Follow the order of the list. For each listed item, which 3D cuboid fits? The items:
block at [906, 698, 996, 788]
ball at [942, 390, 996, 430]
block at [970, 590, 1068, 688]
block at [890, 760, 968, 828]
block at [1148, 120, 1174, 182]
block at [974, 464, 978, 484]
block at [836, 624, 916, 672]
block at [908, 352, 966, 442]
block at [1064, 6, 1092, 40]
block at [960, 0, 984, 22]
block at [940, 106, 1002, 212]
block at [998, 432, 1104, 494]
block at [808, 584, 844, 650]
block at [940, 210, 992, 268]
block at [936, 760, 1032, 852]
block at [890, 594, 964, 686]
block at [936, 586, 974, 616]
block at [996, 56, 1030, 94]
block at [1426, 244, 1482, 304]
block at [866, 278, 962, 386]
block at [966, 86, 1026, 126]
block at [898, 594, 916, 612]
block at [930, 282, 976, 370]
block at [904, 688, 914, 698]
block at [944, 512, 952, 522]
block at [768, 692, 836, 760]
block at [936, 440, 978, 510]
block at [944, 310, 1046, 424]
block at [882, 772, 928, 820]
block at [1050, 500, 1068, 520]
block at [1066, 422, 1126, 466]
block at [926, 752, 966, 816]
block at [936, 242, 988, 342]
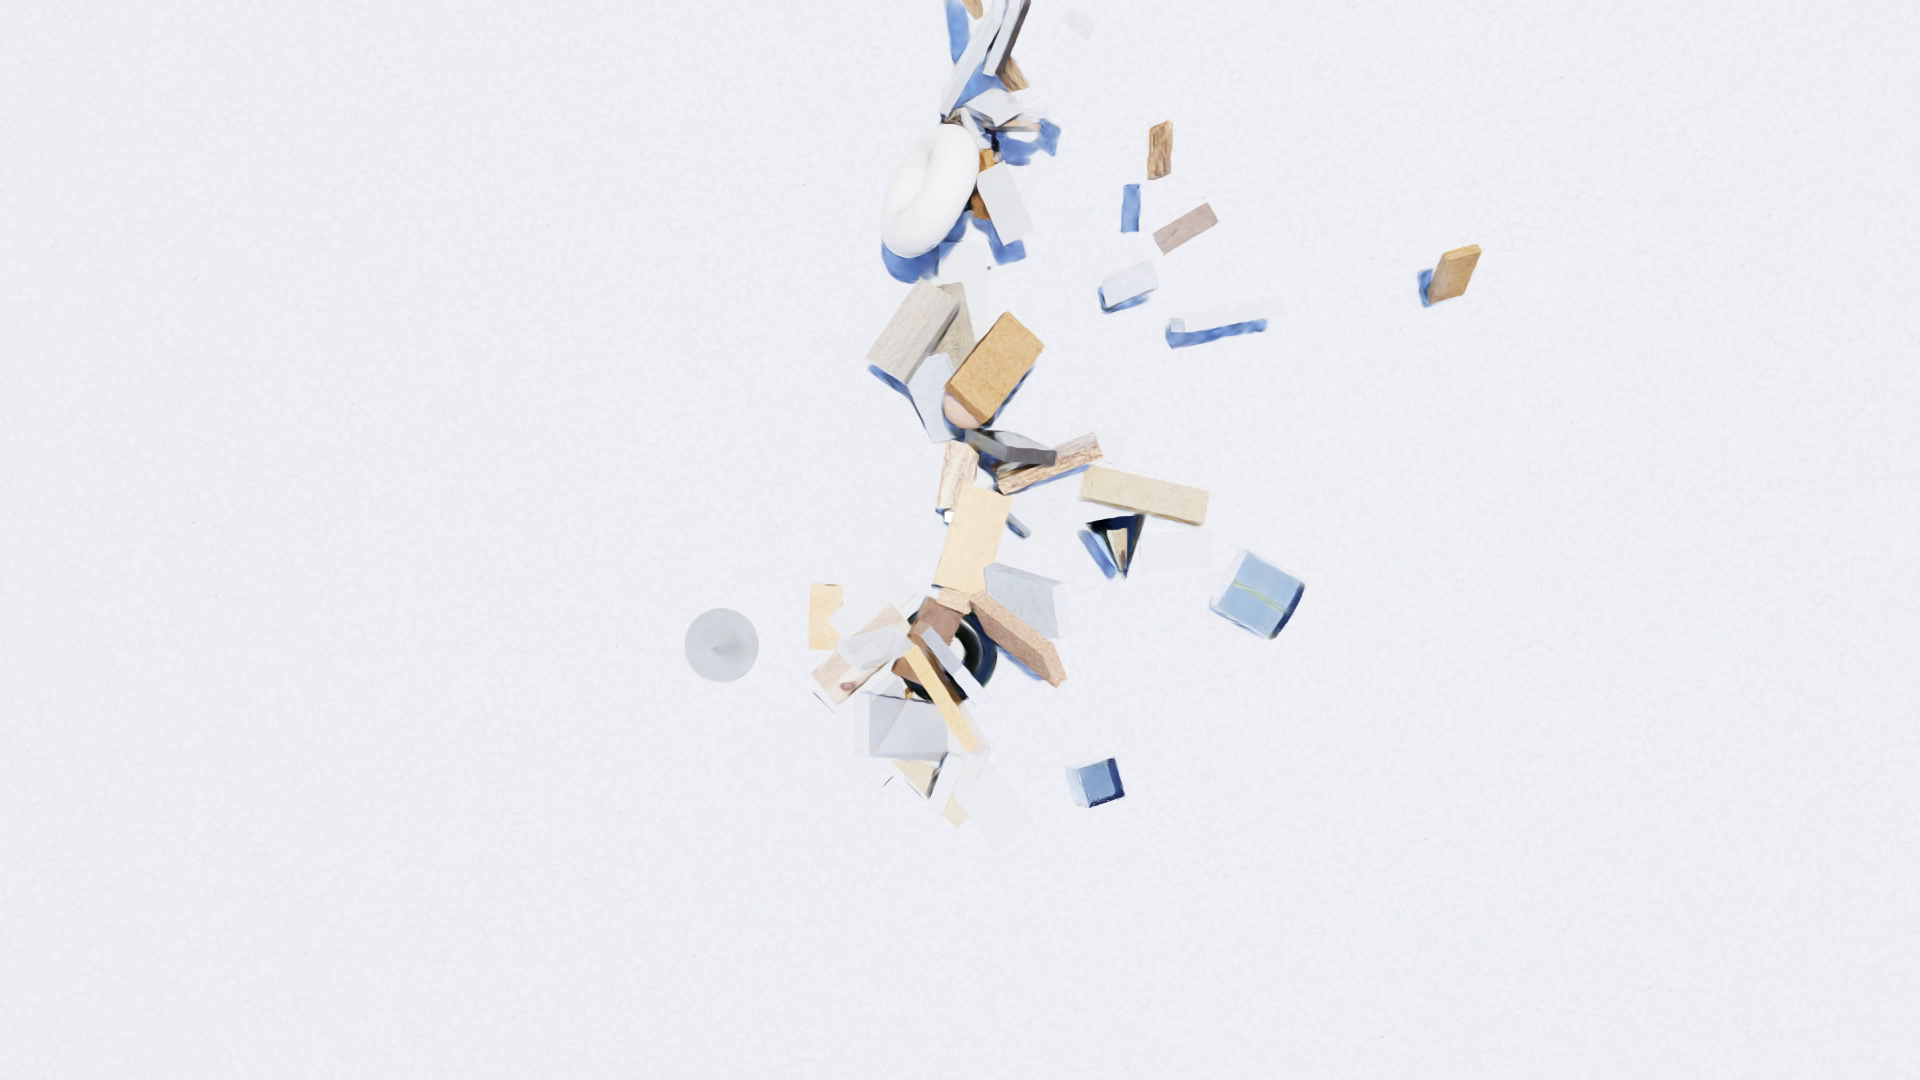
[{"bbox_3d":[-0.064,0.657,5.362,0.325,0.046,0.162,26,86,13],"label":"block"},{"bbox_3d":[0.031,-0.434,5.184,0.175,0.175,0.175,0,90,0],"label":"ball"},{"bbox_3d":[0.174,0.295,4.925,0.048,0.168,0.336,-40,47,-16],"label":"block"},{"bbox_3d":[-0.064,0.781,5.453,0.162,0.046,0.325,-44,96,-4],"label":"block"},{"bbox_3d":[0.592,-1.152,4.880,0.023,0.080,0.160,9,80,-34],"label":"block"},{"bbox_3d":[0.003,-0.235,5.392,0.107,0.214,0.030,7,76,1],"label":"block"},{"bbox_3d":[-0.266,0.342,5.230,0.116,0.232,0.033,41,129,31],"label":"block"},{"bbox_3d":[-0.065,-0.461,5.363,0.156,0.044,0.311,-10,131,18],"label":"block"},{"bbox_3d":[0.326,-1.415,4.519,0.076,0.151,0.021,33,116,-12],"label":"block"},{"bbox_3d":[0.017,-1.707,5.007,0.033,0.117,0.233,-18,67,18],"label":"block"},{"bbox_3d":[0.049,-1.250,5.378,0.162,0.046,0.324,-17,108,-14],"label":"block"},{"bbox_3d":[0.279,-0.242,5.169,0.330,0.165,0.047,-20,106,7],"label":"block"},{"bbox_3d":[-0.447,0.257,5.485,0.108,0.030,0.215,2,90,0],"label":"block"},{"bbox_3d":[0.008,-1.060,5.469,0.162,0.046,0.324,-5,90,-5],"label":"block"},{"bbox_3d":[0.080,0.842,5.424,0.162,0.046,0.325,-37,98,-8],"label":"block"},{"bbox_3d":[-0.105,0.330,5.348,0.136,0.039,0.273,25,91,-19],"label":"block"},{"bbox_3d":[0.018,0.114,5.256,0.113,0.032,0.226,22,90,0],"label":"block"},{"bbox_3d":[0.161,-1.481,5.250,0.070,0.140,0.020,-11,62,24],"label":"block"},{"bbox_3d":[1.596,-0.860,5.334,0.119,0.239,0.034,-16,64,-6],"label":"block"},{"bbox_3d":[-0.148,-0.666,5.258,0.156,0.044,0.311,33,88,18],"label":"block"},{"bbox_3d":[0.110,-1.360,5.171,0.111,0.222,0.031,-33,124,-7],"label":"block"},{"bbox_3d":[-0.261,0.217,5.485,0.215,0.030,0.108,-43,90,0],"label":"block"},{"bbox_3d":[-0.036,-0.680,5.393,0.156,0.044,0.311,-9,120,7],"label":"block"},{"bbox_3d":[-0.219,0.550,5.462,0.148,0.074,0.021,-40,101,0],"label":"block"},{"bbox_3d":[0.005,-0.073,5.393,0.107,0.214,0.030,0,90,0],"label":"block"},{"bbox_3d":[-0.527,0.619,5.485,0.108,0.030,0.215,44,90,0],"label":"block"},{"bbox_3d":[-0.007,-0.201,5.265,0.107,0.030,0.214,9,85,1],"label":"block"},{"bbox_3d":[0.109,-0.539,5.120,0.167,0.047,0.333,43,64,-11],"label":"block"},{"bbox_3d":[-0.183,0.851,5.490,0.074,0.021,0.148,-43,90,0],"label":"block"},{"bbox_3d":[0.293,-0.133,5.491,0.130,0.018,0.065,43,90,0],"label":"block"},{"bbox_3d":[0.449,-0.320,5.485,0.191,0.027,0.095,15,88,0],"label":"block"},{"bbox_3d":[-0.041,0.755,5.124,0.051,0.358,0.179,21,85,4],"label":"block"},{"bbox_3d":[0.006,-0.816,5.439,0.162,0.046,0.324,0,101,-7],"label":"block"}]
